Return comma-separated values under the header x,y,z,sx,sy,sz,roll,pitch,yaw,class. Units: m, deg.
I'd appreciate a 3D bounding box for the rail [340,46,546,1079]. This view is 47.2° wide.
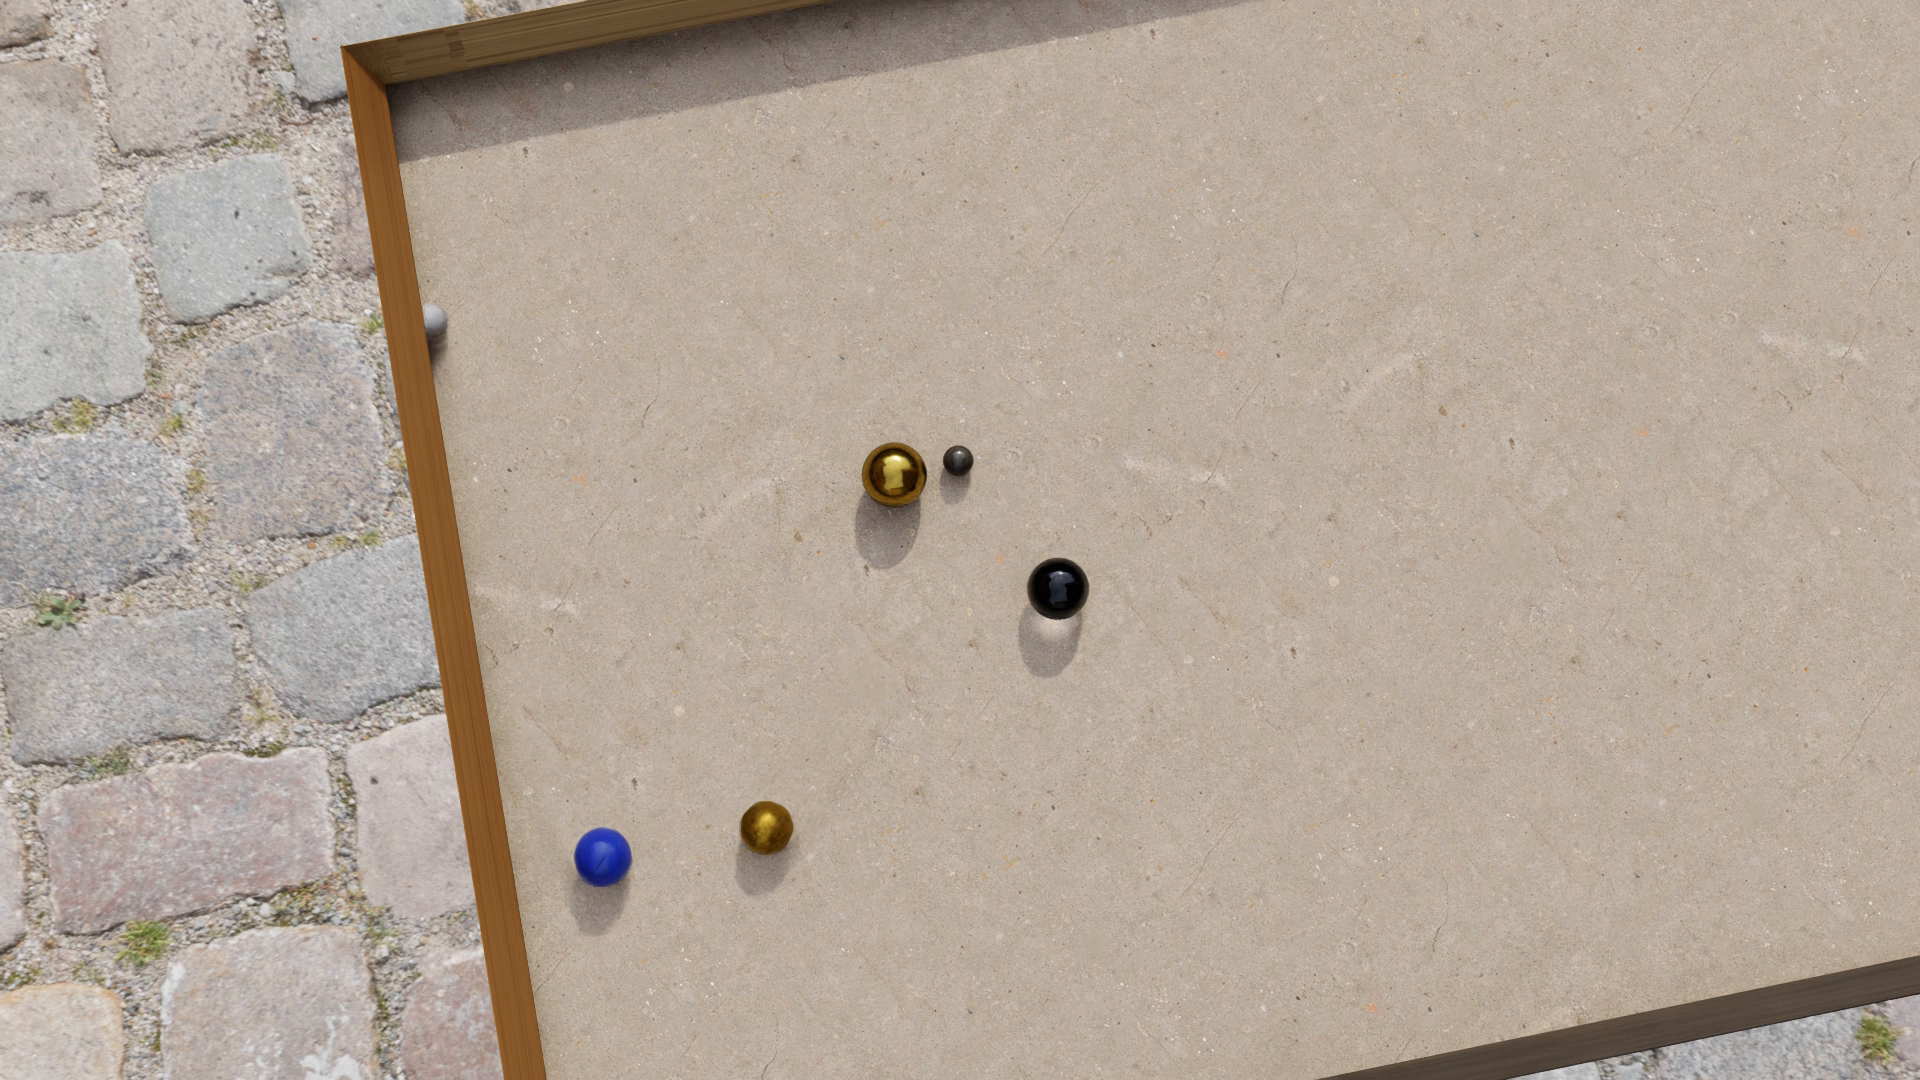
x,y,z,sx,sy,sz,roll,pitch,yaw,class
-0.736,0.140,3.229,0.045,0.128,1.823,-11,80,-2,rail

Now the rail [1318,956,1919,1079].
x,y,z,sx,sy,sz,roll,pitch,yaw,class
0.933,0.703,3.129,3.096,0.128,0.045,-11,80,-2,rail

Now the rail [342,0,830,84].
x,y,z,sx,sy,sz,roll,pitch,yaw,class
0.586,-1.011,3.434,3.096,0.128,0.045,-11,80,-2,rail

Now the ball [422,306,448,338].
x,y,z,sx,sy,sz,roll,pitch,yaw,class
-0.806,-0.333,3.355,0.048,0.048,0.048,0,80,0,ball

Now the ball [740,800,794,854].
x,y,z,sx,sy,sz,roll,pitch,yaw,class
-0.282,0.419,3.207,0.077,0.077,0.077,0,80,0,ball

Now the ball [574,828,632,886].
x,y,z,sx,sy,sz,roll,pitch,yaw,class
-0.519,0.459,3.196,0.084,0.084,0.084,0,80,0,ball

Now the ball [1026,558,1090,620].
x,y,z,sx,sy,sz,roll,pitch,yaw,class
0.145,0.072,3.260,0.093,0.093,0.093,0,80,0,ball

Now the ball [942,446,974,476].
x,y,z,sx,sy,sz,roll,pitch,yaw,class
-0.003,-0.120,3.318,0.047,0.047,0.047,0,80,0,ball

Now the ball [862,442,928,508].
x,y,z,sx,sy,sz,roll,pitch,yaw,class
-0.098,-0.097,3.288,0.098,0.098,0.098,0,80,0,ball
